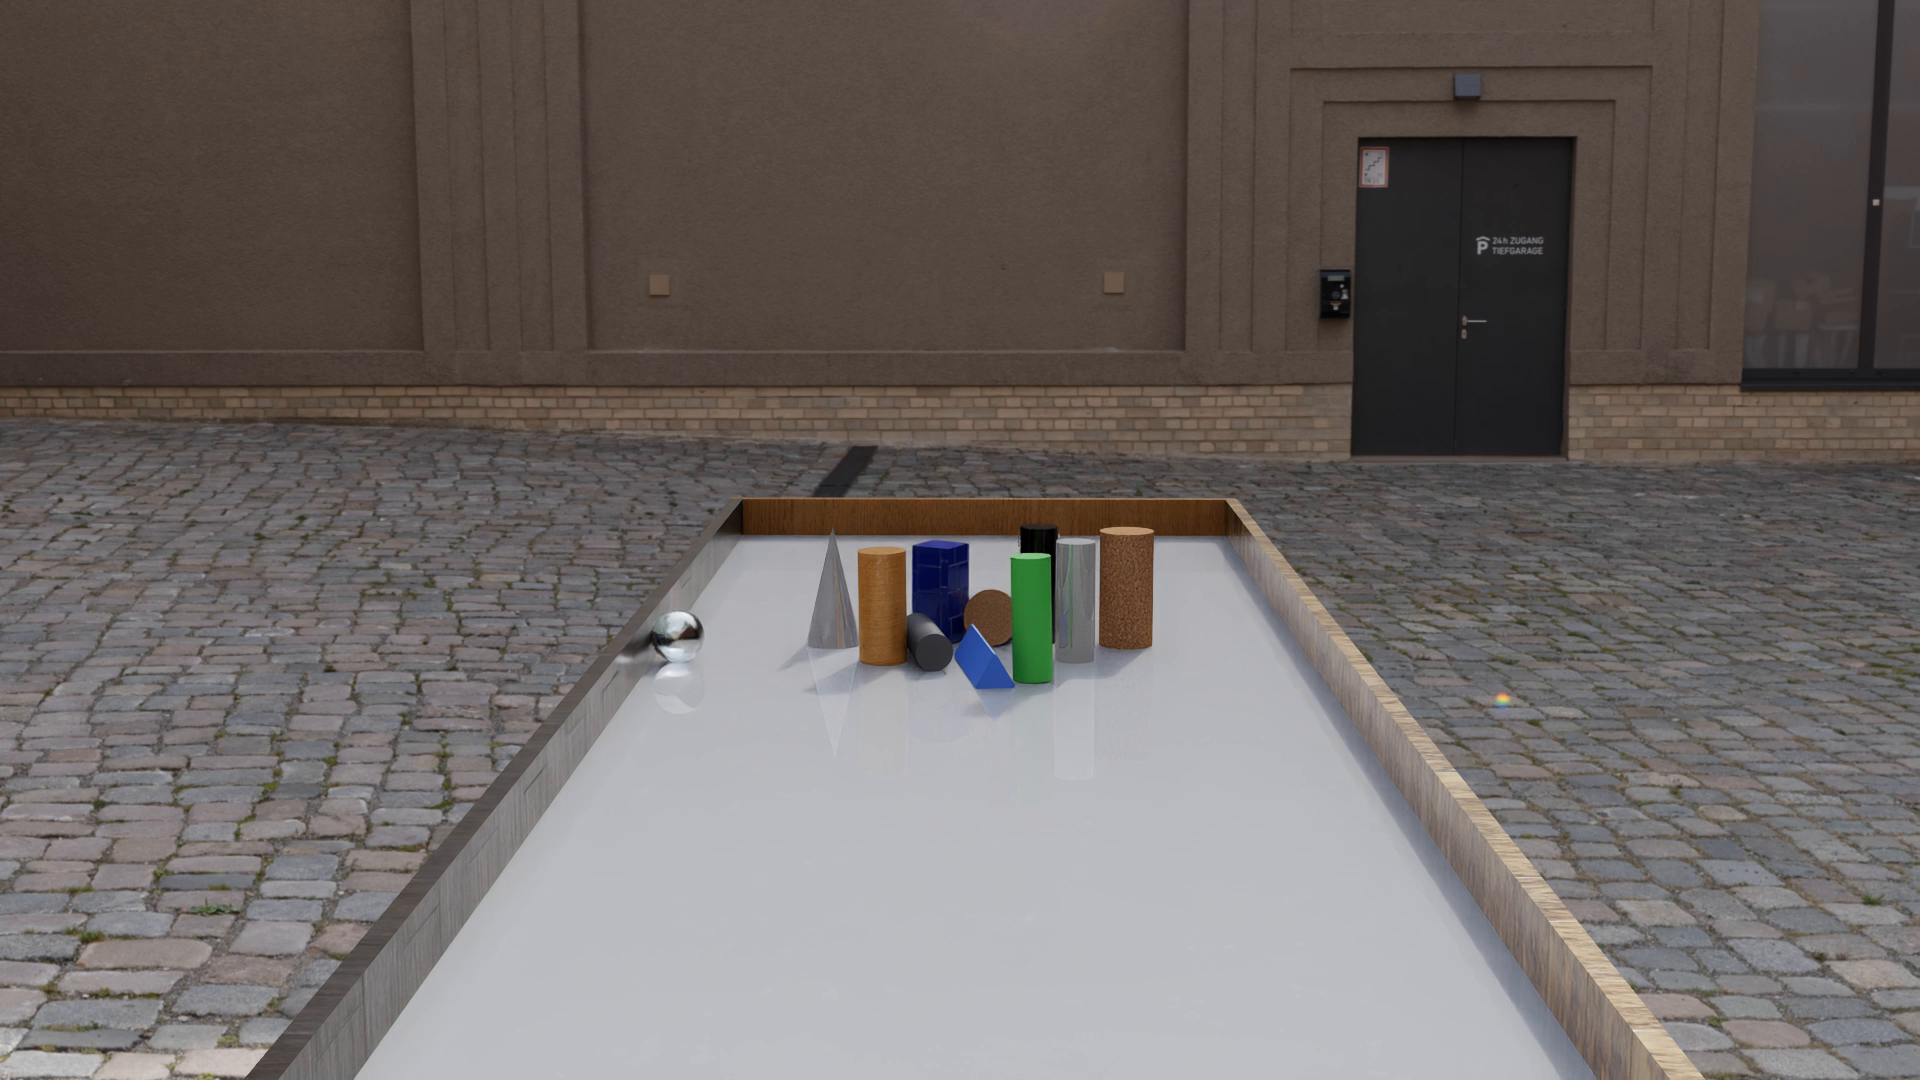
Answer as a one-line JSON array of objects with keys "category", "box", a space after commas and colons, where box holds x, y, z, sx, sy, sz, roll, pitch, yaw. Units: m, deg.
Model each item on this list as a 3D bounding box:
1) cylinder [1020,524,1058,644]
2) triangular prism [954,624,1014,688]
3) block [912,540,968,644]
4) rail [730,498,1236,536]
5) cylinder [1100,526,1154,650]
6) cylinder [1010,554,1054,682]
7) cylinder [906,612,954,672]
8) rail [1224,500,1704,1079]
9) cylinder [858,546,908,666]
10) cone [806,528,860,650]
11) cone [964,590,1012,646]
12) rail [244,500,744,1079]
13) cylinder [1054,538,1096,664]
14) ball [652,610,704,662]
[{"category": "cylinder", "box": [0.247, 0.140, 6.947, 0.118, 0.369, 0.118, 0, 9, 0]}, {"category": "triangular prism", "box": [0.069, 0.341, 6.530, 0.113, 0.098, 0.450, -2, 9, -8]}, {"category": "block", "box": [-0.062, 0.167, 6.969, 0.131, 0.309, 0.131, 6, 11, 29]}, {"category": "rail", "box": [0.099, -0.098, 9.147, 2.100, 0.150, 0.050, 0, 9, 1]}, {"category": "cylinder", "box": [0.523, 0.150, 6.910, 0.169, 0.361, 0.169, 0, 9, 0]}, {"category": "cylinder", "box": [0.209, 0.226, 6.409, 0.118, 0.363, 0.118, -1, 8, 0]}, {"category": "cylinder", "box": [-0.105, 0.309, 6.698, 0.114, 0.114, 0.338, -2, 9, -10]}, {"category": "rail", "box": [1.046, 0.843, 3.208, 0.050, 0.150, 12.000, 0, 9, 1]}, {"category": "cylinder", "box": [-0.235, 0.199, 6.662, 0.146, 0.340, 0.146, -1, 9, 0]}, {"category": "cone", "box": [-0.399, 0.142, 6.915, 0.177, 0.375, 0.177, 0, 9, 0]}, {"category": "cone", "box": [0.150, 0.256, 7.117, 0.178, 0.178, 0.425, 2, -3, 14]}, {"category": "rail", "box": [-1.004, 0.839, 3.234, 0.050, 0.150, 12.000, 0, 9, 1]}, {"category": "cylinder", "box": [0.350, 0.184, 6.683, 0.122, 0.364, 0.122, 0, 9, 0]}, {"category": "ball", "box": [-0.854, 0.291, 6.658, 0.161, 0.161, 0.161, 0, 9, 0]}]
